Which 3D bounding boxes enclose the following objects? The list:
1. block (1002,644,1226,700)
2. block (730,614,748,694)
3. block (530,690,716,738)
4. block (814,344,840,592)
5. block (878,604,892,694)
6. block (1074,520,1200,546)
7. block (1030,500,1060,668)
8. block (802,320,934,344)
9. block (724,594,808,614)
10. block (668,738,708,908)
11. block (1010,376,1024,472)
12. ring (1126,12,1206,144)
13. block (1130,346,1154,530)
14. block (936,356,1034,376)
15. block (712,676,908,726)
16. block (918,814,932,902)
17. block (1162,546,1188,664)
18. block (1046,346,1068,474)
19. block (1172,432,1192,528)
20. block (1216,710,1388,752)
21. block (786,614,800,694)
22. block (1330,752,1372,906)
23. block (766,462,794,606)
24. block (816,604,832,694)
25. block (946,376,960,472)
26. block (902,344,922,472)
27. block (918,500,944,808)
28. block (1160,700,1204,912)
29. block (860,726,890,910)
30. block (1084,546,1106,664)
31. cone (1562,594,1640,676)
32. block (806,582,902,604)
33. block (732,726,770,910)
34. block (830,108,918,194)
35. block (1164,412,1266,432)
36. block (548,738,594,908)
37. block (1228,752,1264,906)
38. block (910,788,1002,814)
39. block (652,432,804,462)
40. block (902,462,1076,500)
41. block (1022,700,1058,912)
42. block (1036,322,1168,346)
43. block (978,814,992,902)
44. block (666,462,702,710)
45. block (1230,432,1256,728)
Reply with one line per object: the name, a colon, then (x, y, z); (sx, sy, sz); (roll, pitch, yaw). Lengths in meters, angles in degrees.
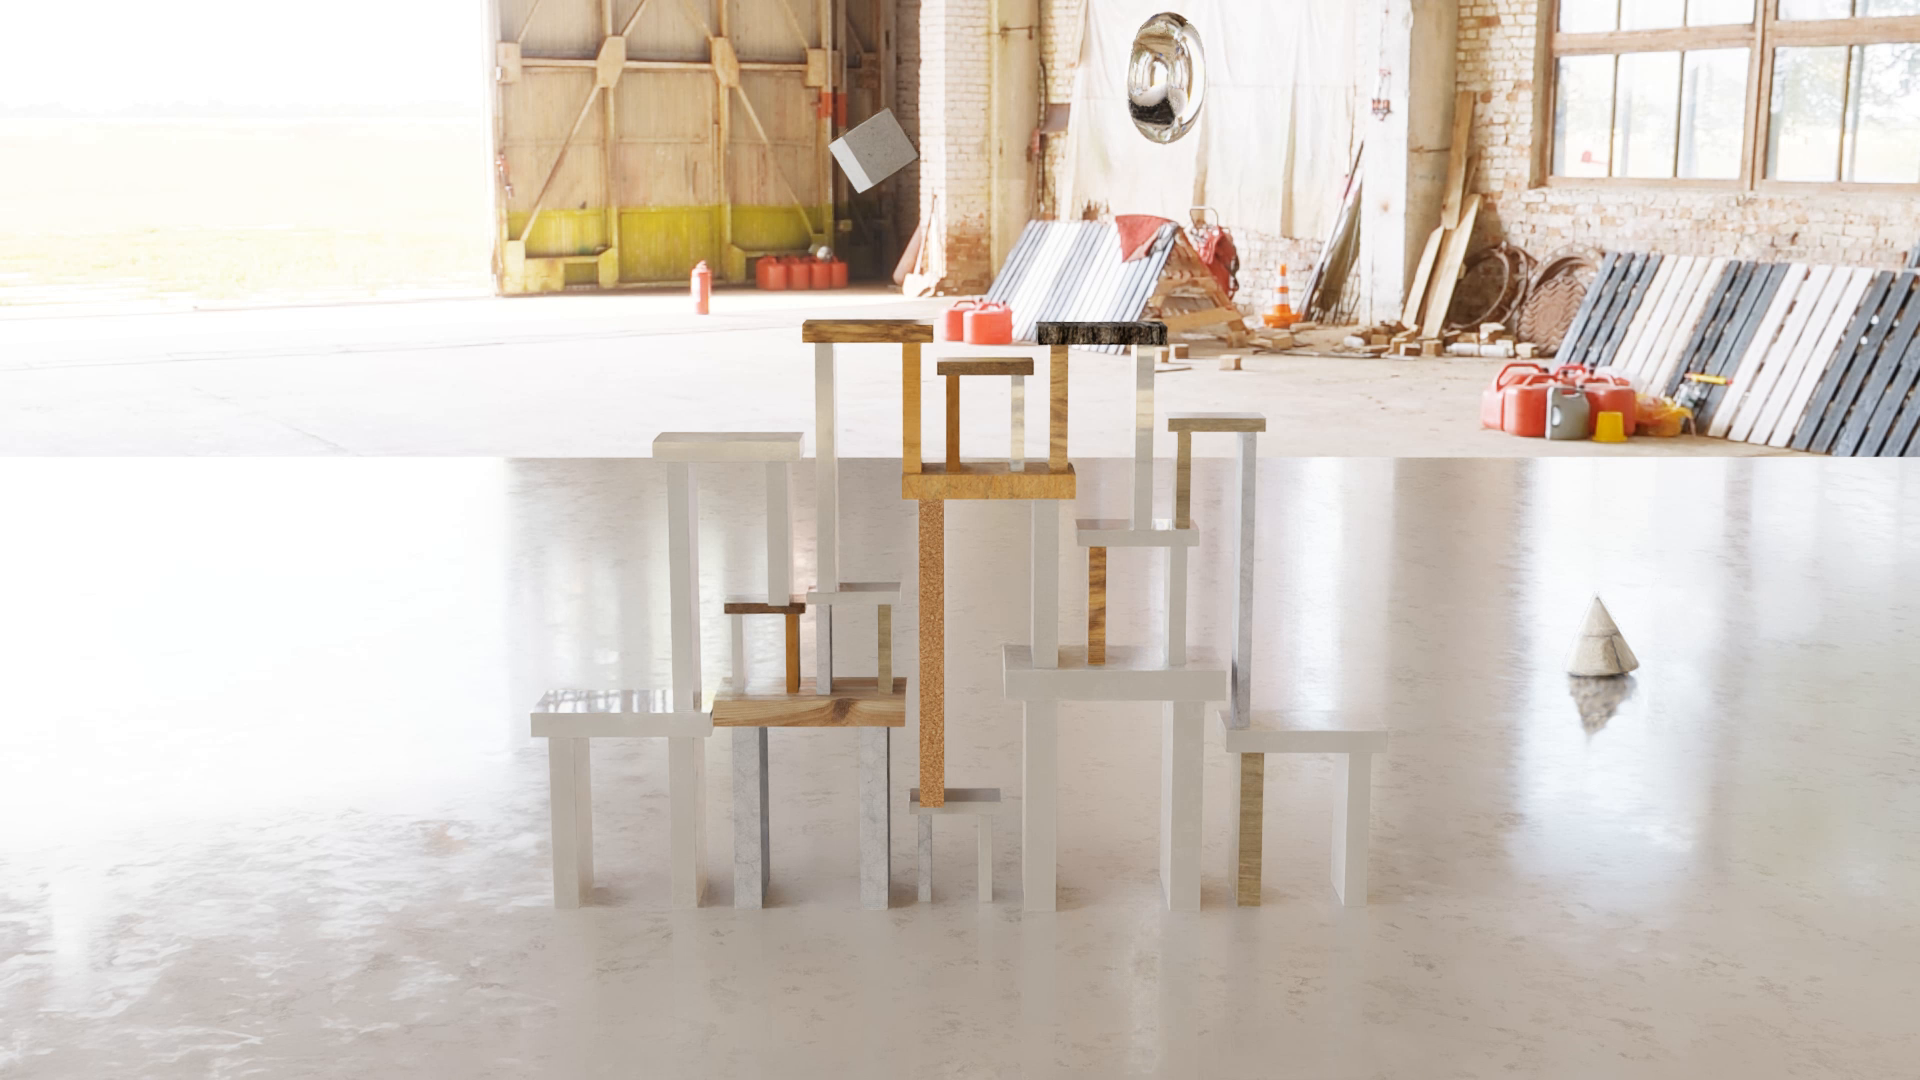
block: (0.249, 0.217, 3.604); (0.354, 0.050, 0.177); (0, 11, 0)
block: (-0.360, 0.179, 3.595); (0.019, 0.131, 0.066); (0, 11, 0)
block: (-0.547, 0.285, 3.613); (0.290, 0.041, 0.145); (0, 11, 0)
block: (-0.214, -0.122, 3.541); (0.029, 0.400, 0.103); (0, 11, 0)
block: (-0.121, 0.170, 3.589); (0.021, 0.149, 0.075); (0, 11, 0)
block: (0.285, -0.012, 3.558); (0.194, 0.028, 0.097); (0, 11, 0)
block: (0.137, 0.058, 3.569); (0.039, 0.275, 0.137); (0, 11, 0)
block: (-0.145, -0.333, 3.502); (0.206, 0.029, 0.103); (0, 11, 0)
block: (-0.316, 0.104, 3.583); (0.131, 0.019, 0.066); (0, 11, -1)
block: (-0.450, 0.447, 3.644); (0.041, 0.290, 0.145); (0, 11, 0)
block: (0.091, -0.191, 3.526); (0.022, 0.154, 0.077); (0, 11, 0)
ring: (0.536, -1.199, 5.711); (0.113, 0.339, 0.339); (9, 14, 30)
block: (0.291, -0.170, 3.527); (0.029, 0.295, 0.102); (0, 11, 0)
block: (0.040, -0.277, 3.509); (0.154, 0.022, 0.077); (0, 11, 0)
block: (-0.243, 0.265, 3.609); (0.309, 0.044, 0.154); (0, 11, 0)
block: (-0.058, 0.516, 3.654); (0.021, 0.150, 0.075); (0, 11, 0)
block: (0.350, 0.097, 3.578); (0.028, 0.194, 0.097); (0, 11, 0)
block: (0.156, -0.215, 3.518); (0.029, 0.203, 0.102); (0, 11, 0)
block: (0.356, -0.102, 3.540); (0.022, 0.156, 0.078); (0, 11, 0)
block: (0.561, 0.315, 3.621); (0.261, 0.037, 0.130); (0, 11, 0)
block: (-0.273, 0.179, 3.595); (0.019, 0.131, 0.066); (0, 11, 0)
block: (0.648, 0.461, 3.649); (0.037, 0.261, 0.131); (0, 11, 0)
block: (-0.291, -0.020, 3.561); (0.033, 0.233, 0.117); (0, 11, 0)
block: (-0.221, 0.170, 3.589); (0.021, 0.149, 0.075); (0, 11, 0)
block: (-0.011, -0.191, 3.525); (0.022, 0.154, 0.077); (0, 11, 0)
block: (-0.076, -0.217, 3.523); (0.029, 0.206, 0.103); (0, 11, 0)
block: (-0.046, 0.172, 3.590); (0.039, 0.507, 0.137); (0, 11, 0)
block: (0.367, 0.415, 3.641); (0.050, 0.354, 0.177); (0, 11, 0)
block: (-0.140, 0.438, 3.642); (0.044, 0.309, 0.154); (0, 11, 0)
block: (0.220, 0.097, 3.579); (0.028, 0.194, 0.097); (0, 11, 0)
cone: (1.501, 0.212, 5.165); (0.178, 0.178, 0.178); (-6, 8, 1)
block: (-0.171, 0.087, 3.574); (0.149, 0.021, 0.075); (0, 11, 0)
block: (-0.345, 0.438, 3.642); (0.044, 0.309, 0.154); (0, 11, 0)
block: (-0.228, -1.024, 5.789); (0.149, 0.149, 0.149); (-35, 11, -14)
block: (0.408, -0.189, 3.524); (0.156, 0.022, 0.078); (0, 11, 0)
block: (-0.643, 0.447, 3.644); (0.041, 0.290, 0.145); (0, 11, 0)
block: (0.474, 0.461, 3.649); (0.037, 0.261, 0.131); (0, 11, 0)
block: (-0.008, 0.432, 3.638); (0.150, 0.021, 0.075); (0, 11, 0)
block: (-0.370, -0.150, 3.534); (0.233, 0.033, 0.117); (0, 11, 0)
block: (0.046, -0.096, 3.540); (0.275, 0.039, 0.137); (0, 11, 0)
block: (0.131, 0.415, 3.641); (0.050, 0.354, 0.177); (0, 11, 0)
block: (0.224, -0.329, 3.497); (0.203, 0.029, 0.102); (0, 11, 0)
block: (0.042, 0.516, 3.654); (0.021, 0.150, 0.075); (0, 11, 0)
block: (-0.447, 0.065, 3.575); (0.033, 0.405, 0.117); (0, 11, 0)
block: (0.460, 0.059, 3.570); (0.022, 0.483, 0.078); (0, 11, 0)
